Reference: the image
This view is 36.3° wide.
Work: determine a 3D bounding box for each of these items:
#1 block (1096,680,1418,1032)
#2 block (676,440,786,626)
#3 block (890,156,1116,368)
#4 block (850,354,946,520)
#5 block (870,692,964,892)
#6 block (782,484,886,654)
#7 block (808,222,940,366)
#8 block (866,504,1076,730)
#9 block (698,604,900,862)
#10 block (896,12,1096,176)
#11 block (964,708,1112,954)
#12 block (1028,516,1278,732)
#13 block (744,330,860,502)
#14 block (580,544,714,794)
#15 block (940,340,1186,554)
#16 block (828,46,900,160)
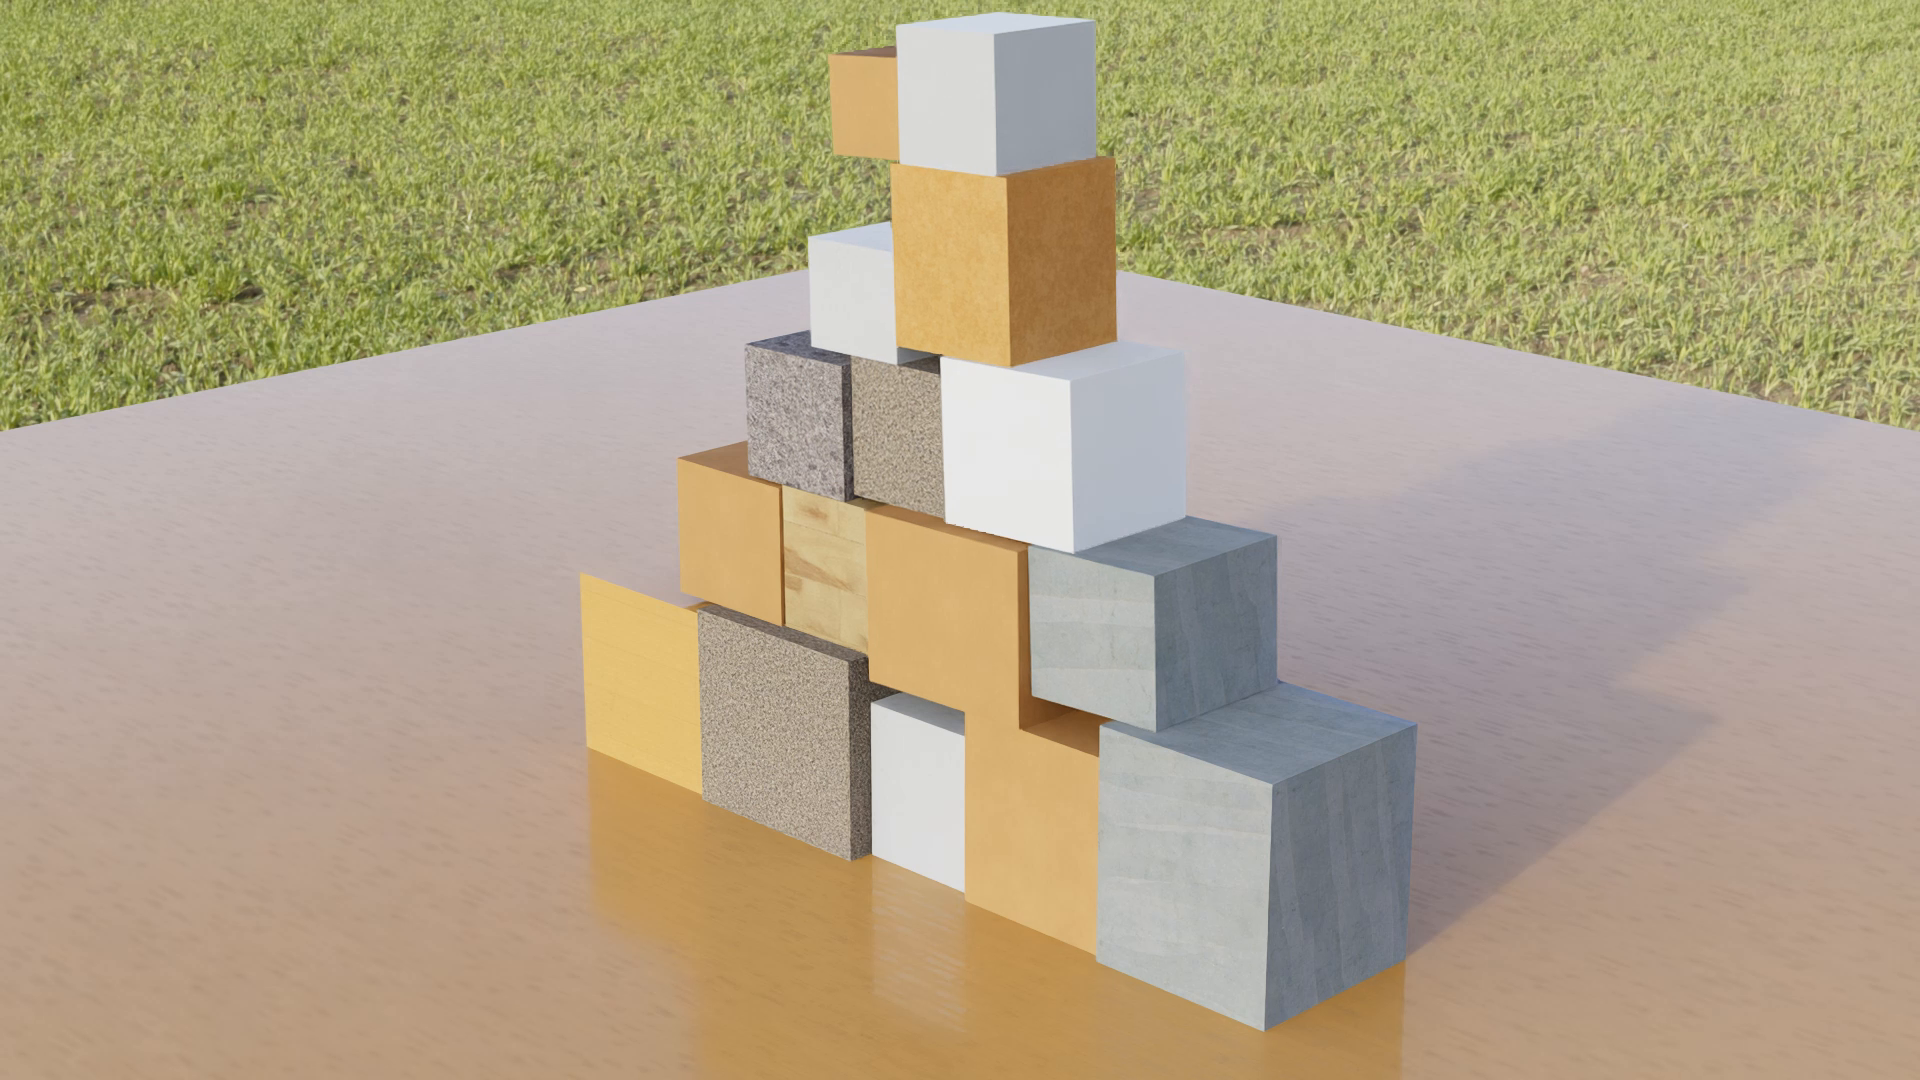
[{"bbox_3d":[1.251,1.289,12.434,0.957,1.085,0.928,-17,24,-42],"label":"block"},{"bbox_3d":[-0.828,-0.075,14.181,0.767,0.675,0.736,-17,24,-42],"label":"block"},{"bbox_3d":[0.194,-1.250,12.770,0.698,0.808,0.674,14,22,43],"label":"block"},{"bbox_3d":[-0.061,-0.517,13.222,0.576,0.649,0.624,-17,23,-42],"label":"block"},{"bbox_3d":[0.086,1.098,13.591,0.741,0.756,0.659,-17,24,-42],"label":"block"},{"bbox_3d":[-0.320,0.061,13.717,0.651,0.690,0.764,16,24,43],"label":"block"},{"bbox_3d":[-0.278,-1.128,13.264,0.562,0.503,0.572,15,23,43],"label":"block"},{"bbox_3d":[0.239,0.249,13.175,0.914,0.800,0.941,-17,23,-42],"label":"block"},{"bbox_3d":[-0.530,0.806,14.143,0.994,0.982,1.061,-17,24,-42],"label":"block"},{"bbox_3d":[0.159,-1.916,12.556,0.619,0.592,0.580,-17,22,-42],"label":"block"},{"bbox_3d":[0.626,1.180,13.063,0.877,0.915,0.831,-17,24,-42],"label":"block"},{"bbox_3d":[0.832,0.326,12.588,0.793,0.672,0.713,-17,22,-42],"label":"block"},{"bbox_3d":[-0.499,-0.620,13.684,0.742,0.629,0.661,-17,23,-42],"label":"block"},{"bbox_3d":[-1.247,0.611,14.835,0.917,0.939,0.949,-17,24,-42],"label":"block"},{"bbox_3d":[0.453,-0.443,12.748,0.726,0.744,0.764,-17,22,-42],"label":"block"},{"bbox_3d":[-0.212,-1.942,12.975,0.502,0.440,0.514,-17,20,-42],"label":"block"}]
